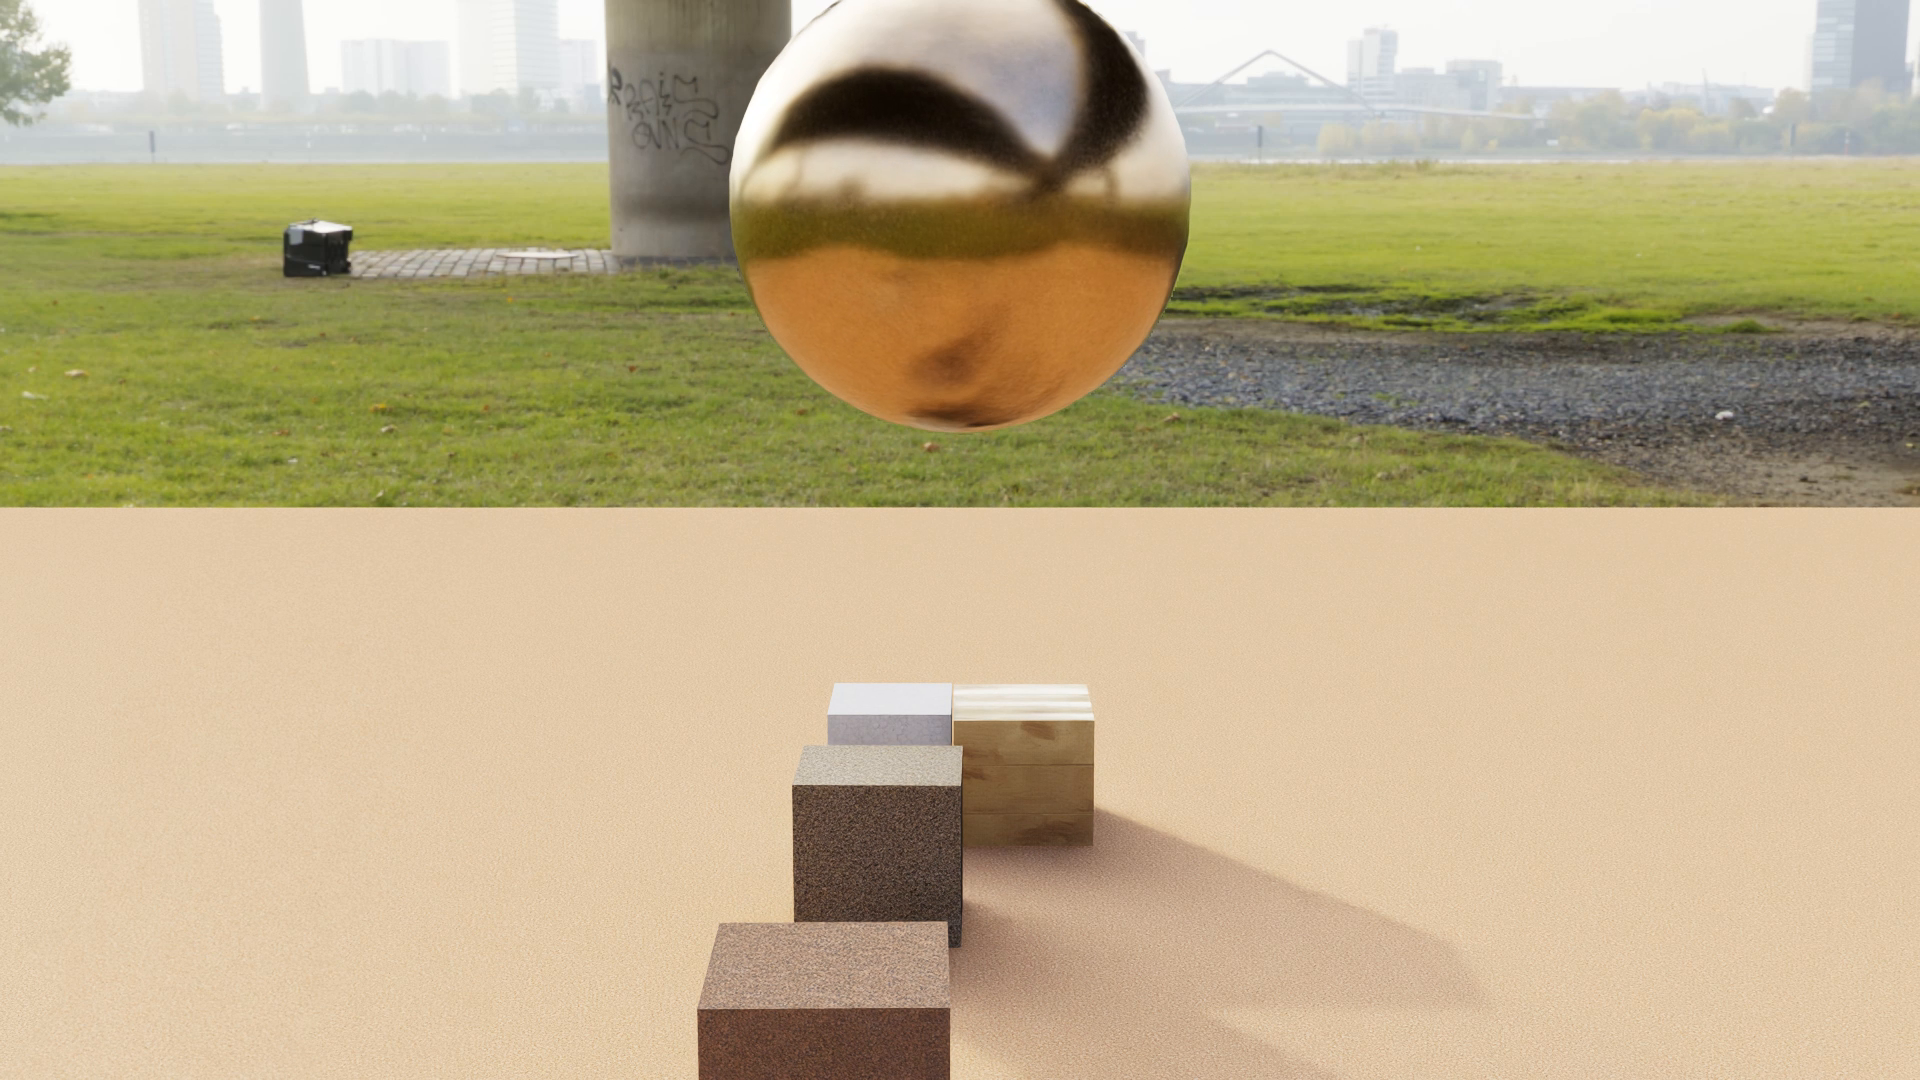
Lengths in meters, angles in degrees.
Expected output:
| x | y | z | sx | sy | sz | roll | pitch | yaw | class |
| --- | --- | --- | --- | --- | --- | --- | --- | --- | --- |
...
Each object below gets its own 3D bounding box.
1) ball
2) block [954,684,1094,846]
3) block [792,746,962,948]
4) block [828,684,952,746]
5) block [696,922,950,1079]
| x | y | z | sx | sy | sz | roll | pitch | yaw | class |
| --- | --- | --- | --- | --- | --- | --- | --- | --- | --- |
| 0.000 | -1.172 | 7.627 | 1.600 | 1.600 | 1.600 | 0 | 10 | 0 | ball |
| 0.320 | 1.155 | 11.392 | 0.704 | 0.652 | 0.740 | 0 | 10 | 0 | block |
| -0.359 | 1.373 | 9.941 | 0.735 | 0.741 | 0.640 | 0 | 10 | 1 | block |
| -0.354 | 1.145 | 11.397 | 0.621 | 0.669 | 0.641 | 0 | 10 | 0 | block |
| -0.451 | 1.807 | 7.634 | 0.826 | 0.713 | 0.806 | 0 | 10 | -1 | block |
